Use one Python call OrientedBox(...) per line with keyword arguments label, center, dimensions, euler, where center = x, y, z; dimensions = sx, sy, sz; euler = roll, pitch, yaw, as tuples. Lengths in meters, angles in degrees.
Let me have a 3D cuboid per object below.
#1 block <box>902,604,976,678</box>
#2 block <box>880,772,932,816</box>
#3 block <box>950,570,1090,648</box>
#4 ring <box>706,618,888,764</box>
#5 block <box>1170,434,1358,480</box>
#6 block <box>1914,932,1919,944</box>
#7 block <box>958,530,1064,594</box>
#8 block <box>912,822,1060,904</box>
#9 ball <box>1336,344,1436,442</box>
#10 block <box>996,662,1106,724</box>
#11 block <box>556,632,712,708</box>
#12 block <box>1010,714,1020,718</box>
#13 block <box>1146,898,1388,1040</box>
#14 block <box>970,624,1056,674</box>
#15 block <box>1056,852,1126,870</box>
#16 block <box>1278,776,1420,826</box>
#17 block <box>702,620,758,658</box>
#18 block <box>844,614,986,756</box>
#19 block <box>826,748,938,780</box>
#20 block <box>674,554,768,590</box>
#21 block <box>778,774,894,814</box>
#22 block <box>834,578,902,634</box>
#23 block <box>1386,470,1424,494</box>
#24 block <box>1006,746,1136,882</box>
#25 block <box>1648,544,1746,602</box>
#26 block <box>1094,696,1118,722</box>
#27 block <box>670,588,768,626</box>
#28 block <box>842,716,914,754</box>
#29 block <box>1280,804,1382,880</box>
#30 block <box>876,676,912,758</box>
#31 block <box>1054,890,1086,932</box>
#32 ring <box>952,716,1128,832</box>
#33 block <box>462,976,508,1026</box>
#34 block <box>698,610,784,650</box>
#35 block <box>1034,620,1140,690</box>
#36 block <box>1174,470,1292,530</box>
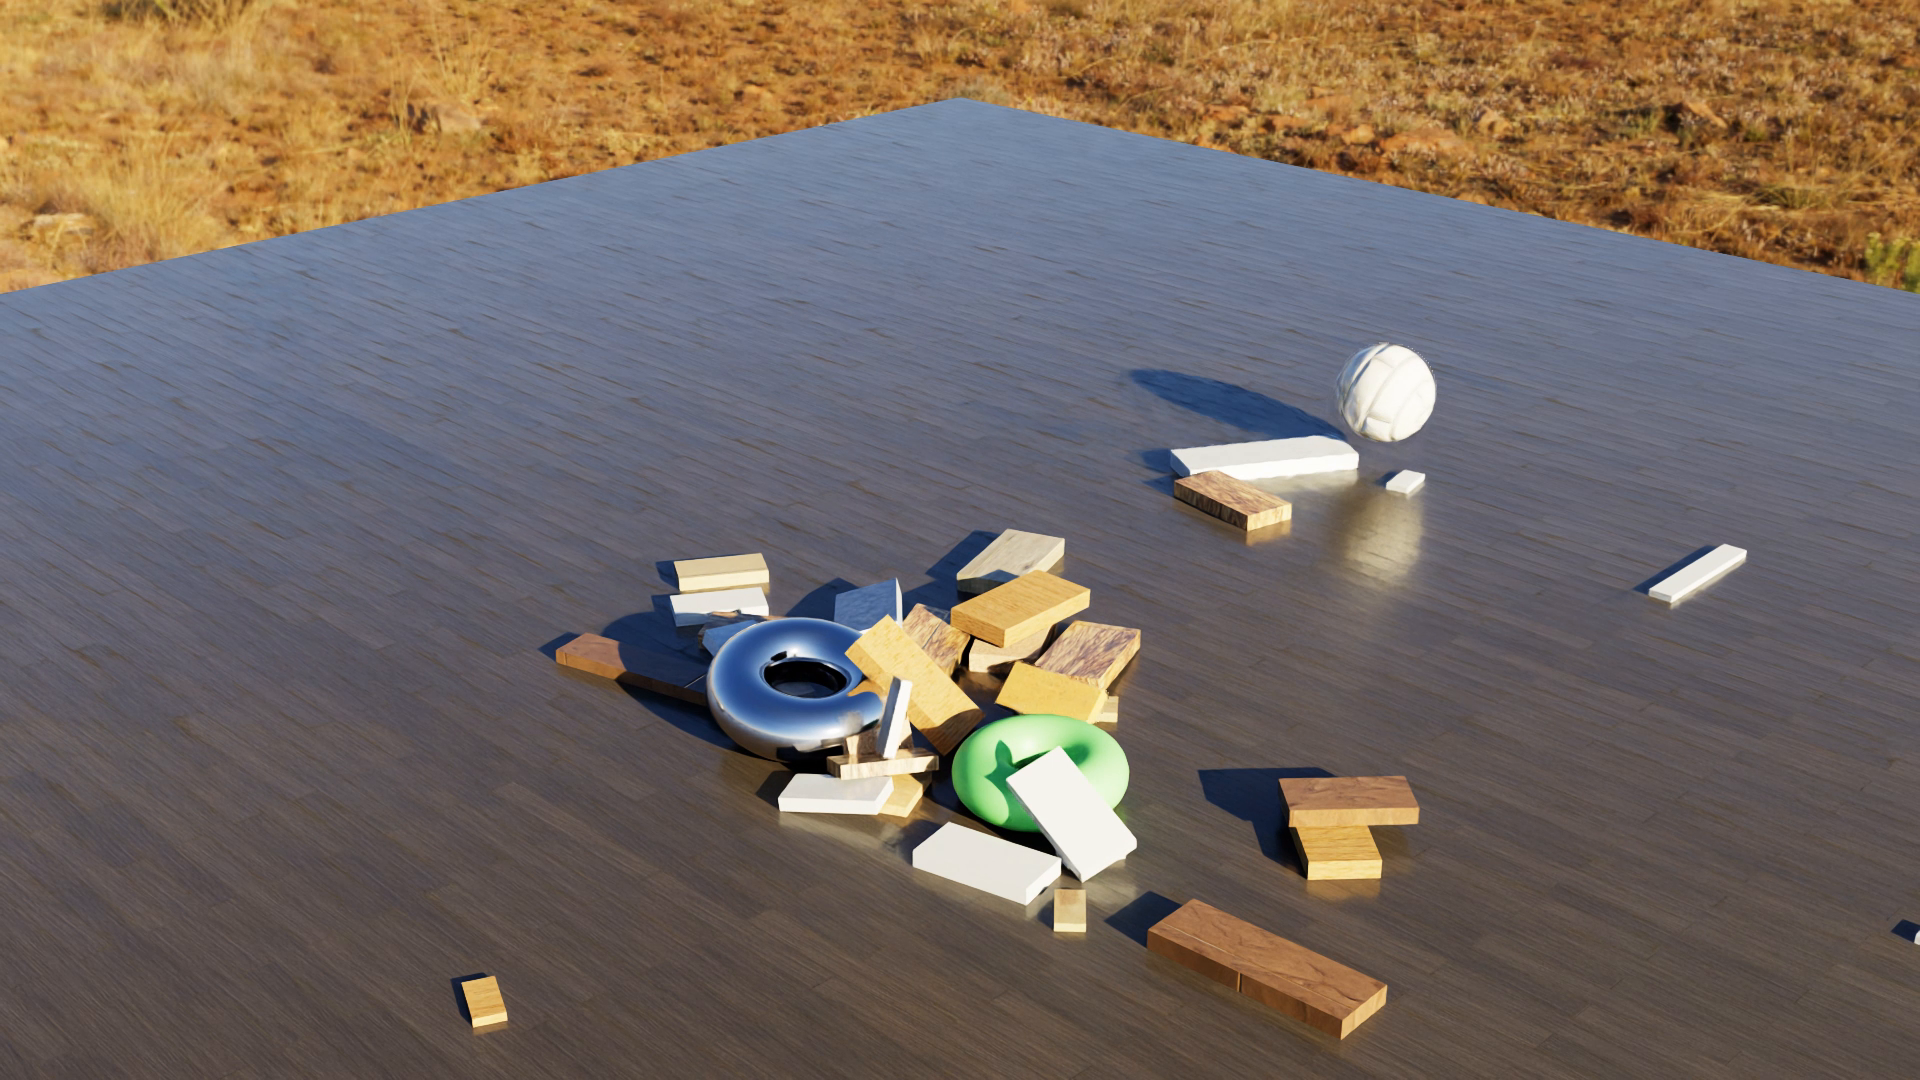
OrientedBox(label="block", center=(-0.068, 0.239, 5.085), dimensions=(0.158, 0.045, 0.316), euler=(13, 21, 10))
OrientedBox(label="block", center=(-0.120, 0.516, 4.517), dimensions=(0.078, 0.022, 0.157), euler=(7, 24, 17))
OrientedBox(label="block", center=(0.144, 0.159, 5.201), dimensions=(0.162, 0.046, 0.323), euler=(21, 29, 35))
OrientedBox(label="ring", center=(-0.336, 0.322, 4.745), dimensions=(0.428, 0.143, 0.428), euler=(5, 34, -4))
OrientedBox(label="block", center=(0.863, -0.230, 6.244), dimensions=(0.505, 0.046, 0.162), euler=(-6, 24, -14))
OrientedBox(label="block", center=(1.809, 0.736, 4.004), dimensions=(0.117, 0.017, 0.058), euler=(19, 30, 38))
OrientedBox(label="block", center=(0.130, 0.060, 5.561), dimensions=(0.158, 0.045, 0.316), euler=(10, 25, 22))
OrientedBox(label="block", center=(0.051, 0.623, 4.246), dimensions=(0.257, 0.036, 0.128), euler=(14, 27, 30))
OrientedBox(label="ball", center=(1.208, -0.416, 6.244), dimensions=(0.278, 0.278, 0.278), euler=(0, 23, 0))
OrientedBox(label="block", center=(0.197, 0.345, 4.770), dimensions=(0.229, 0.030, 0.105), euler=(17, 71, 35))
OrientedBox(label="block", center=(-0.682, 0.303, 5.006), dimensions=(0.523, 0.032, 0.112), euler=(13, 26, 28))
OrientedBox(label="block", center=(0.195, 0.403, 4.782), dimensions=(0.161, 0.023, 0.081), euler=(13, 26, 28))
OrientedBox(label="block", center=(0.542, 0.759, 3.920), dimensions=(0.416, 0.040, 0.141), euler=(19, 30, 38))
OrientedBox(label="block", center=(0.128, 0.225, 5.173), dimensions=(0.158, 0.045, 0.316), euler=(4, 23, 10))
OrientedBox(label="block", center=(0.255, 0.610, 4.300), dimensions=(0.122, 0.017, 0.061), euler=(-8, 24, -18))
OrientedBox(label="block", center=(0.773, 0.521, 4.385), dimensions=(0.256, 0.036, 0.128), euler=(-1, 23, -2))
OrientedBox(label="block", center=(-0.452, 0.284, 4.926), dimensions=(0.131, 0.037, 0.263), euler=(-12, 44, -37))
OrientedBox(label="block", center=(-0.095, 0.311, 4.733), dimensions=(0.306, 0.043, 0.153), euler=(46, 33, 3))
OrientedBox(label="block", center=(-0.160, 0.462, 4.548), dimensions=(0.210, 0.030, 0.105), euler=(-4, 6, -19))
OrientedBox(label="block", center=(-0.601, 0.080, 5.532), dimensions=(0.223, 0.032, 0.112), euler=(-6, 24, -13))
OrientedBox(label="block", center=(-0.252, 0.516, 4.473), dimensions=(0.210, 0.030, 0.105), euler=(0, 22, 18))
OrientedBox(label="block", center=(-0.216, 0.178, 5.167), dimensions=(0.153, 0.043, 0.367), euler=(-16, 14, 2))
OrientedBox(label="block", center=(1.241, -0.163, 6.123), dimensions=(0.061, 0.017, 0.122), euler=(14, 27, 30))
OrientedBox(label="block", center=(0.215, 0.532, 4.284), dimensions=(0.128, 0.036, 0.257), euler=(-30, 57, -16))
OrientedBox(label="block", center=(1.862, 0.082, 5.546), dimensions=(0.061, 0.017, 0.396), euler=(21, 31, 40))
OrientedBox(label="block", center=(0.270, 0.371, 4.858), dimensions=(0.157, 0.022, 0.078), euler=(2, 23, 5))
OrientedBox(label="block", center=(-0.585, 0.162, 5.339), dimensions=(0.223, 0.032, 0.112), euler=(-5, 24, -12))
OrientedBox(label="block", center=(-0.173, 0.432, 4.635), dimensions=(0.161, 0.081, 0.023), euler=(-17, 12, -35))
OrientedBox(label="block", center=(0.731, 0.578, 4.348), dimensions=(0.141, 0.040, 0.283), euler=(-1, 23, -3))
OrientedBox(label="block", center=(-0.137, 0.365, 4.547), dimensions=(0.023, 0.161, 0.081), euler=(13, 1, -16))
OrientedBox(label="block", center=(0.206, 0.692, 4.109), dimensions=(0.059, 0.017, 0.117), euler=(1, 23, 3))
OrientedBox(label="ring", center=(0.164, 0.474, 4.491), dimensions=(0.363, 0.121, 0.363), euler=(-1, 24, 0))
OrientedBox(label="block", center=(-0.831, 0.806, 3.841), dimensions=(0.058, 0.017, 0.117), euler=(-8, 24, -19))
OrientedBox(label="block", center=(-0.472, 0.222, 5.189), dimensions=(0.263, 0.037, 0.131), euler=(5, 23, 11))
OrientedBox(label="block", center=(0.289, 0.271, 5.035), dimensions=(0.162, 0.046, 0.323), euler=(8, 20, 20))
OrientedBox(label="block", center=(0.737, -0.110, 5.964), dimensions=(0.153, 0.043, 0.306), euler=(-15, 27, -31))
